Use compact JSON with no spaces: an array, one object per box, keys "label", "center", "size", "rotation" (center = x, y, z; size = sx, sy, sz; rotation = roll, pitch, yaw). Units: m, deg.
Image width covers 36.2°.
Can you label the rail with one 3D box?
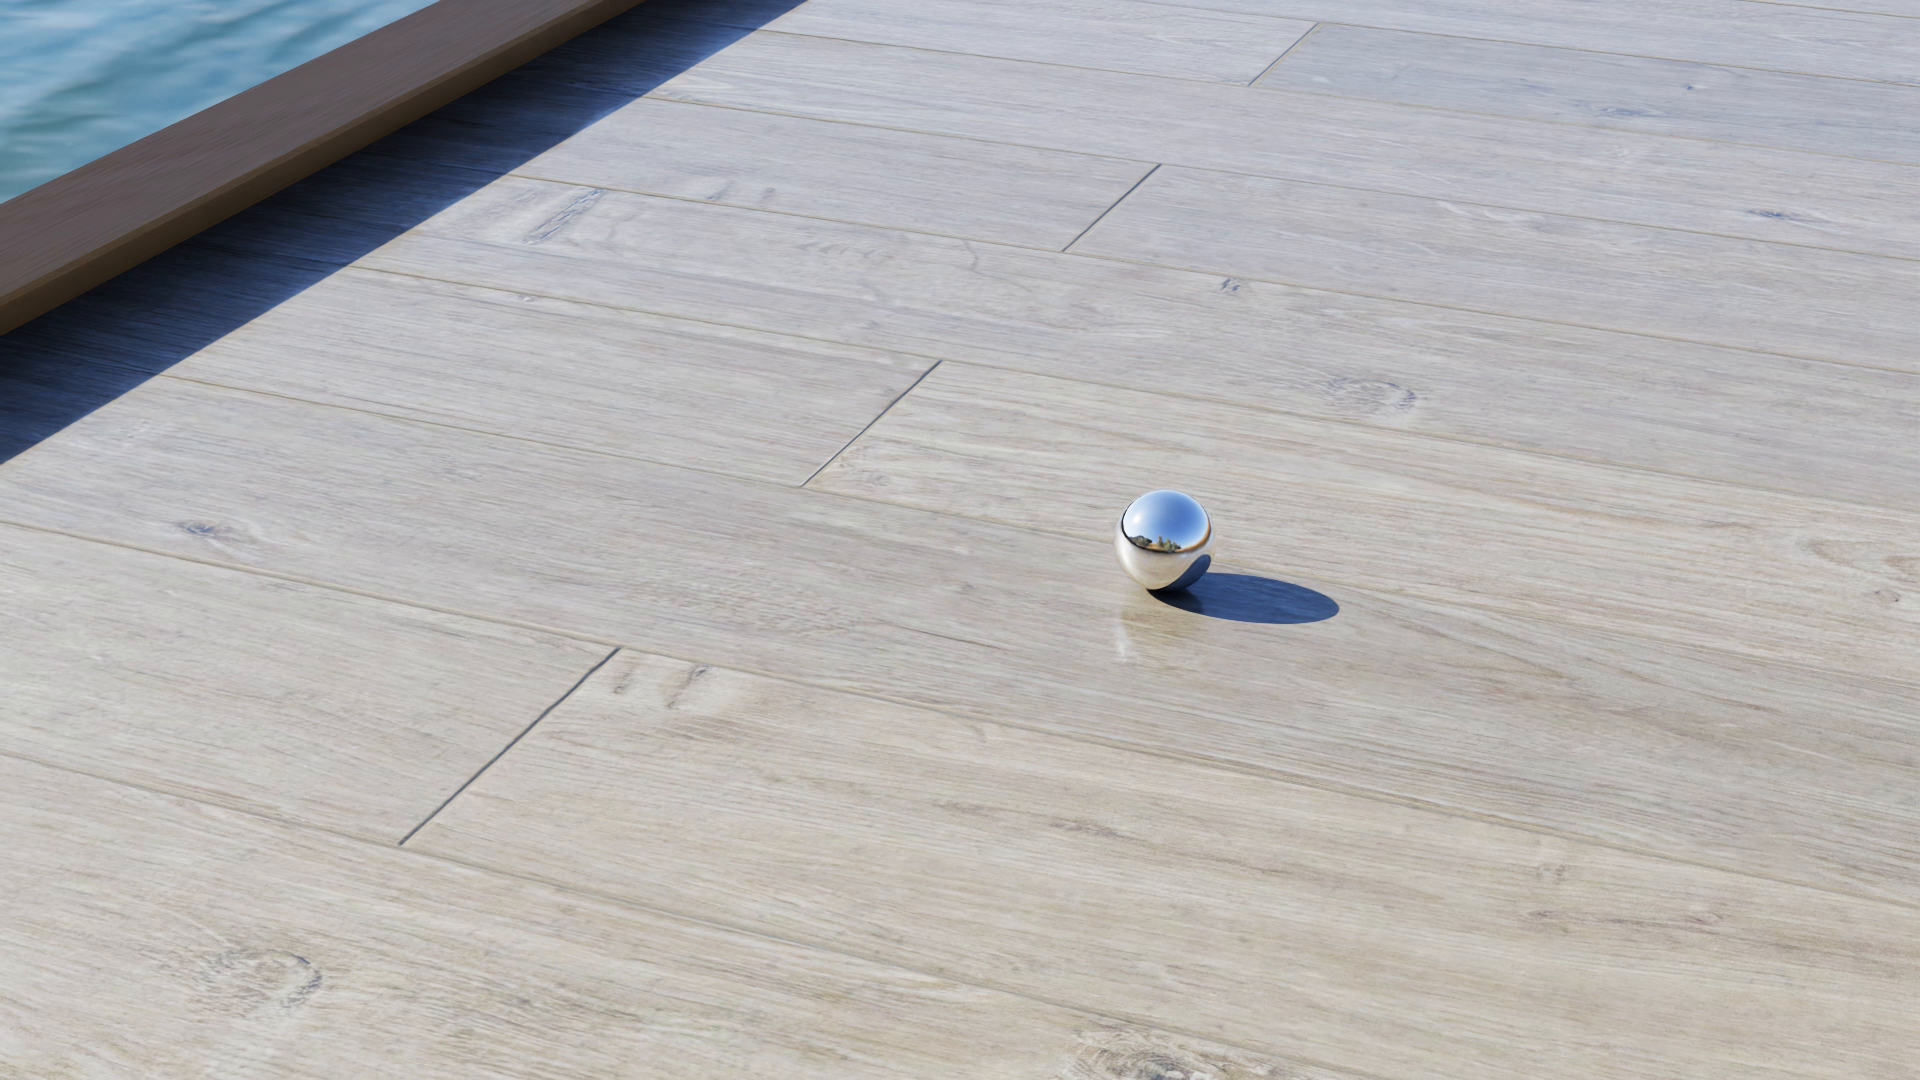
[{"label":"rail","center":[-0.454,-0.463,2.766],"size":[0.045,0.097,3.133],"rotation":[10,27,20]}]

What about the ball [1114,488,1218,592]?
[{"label":"ball","center":[0.128,0.000,1.840],"size":[0.065,0.065,0.065],"rotation":[0,26,0]}]
